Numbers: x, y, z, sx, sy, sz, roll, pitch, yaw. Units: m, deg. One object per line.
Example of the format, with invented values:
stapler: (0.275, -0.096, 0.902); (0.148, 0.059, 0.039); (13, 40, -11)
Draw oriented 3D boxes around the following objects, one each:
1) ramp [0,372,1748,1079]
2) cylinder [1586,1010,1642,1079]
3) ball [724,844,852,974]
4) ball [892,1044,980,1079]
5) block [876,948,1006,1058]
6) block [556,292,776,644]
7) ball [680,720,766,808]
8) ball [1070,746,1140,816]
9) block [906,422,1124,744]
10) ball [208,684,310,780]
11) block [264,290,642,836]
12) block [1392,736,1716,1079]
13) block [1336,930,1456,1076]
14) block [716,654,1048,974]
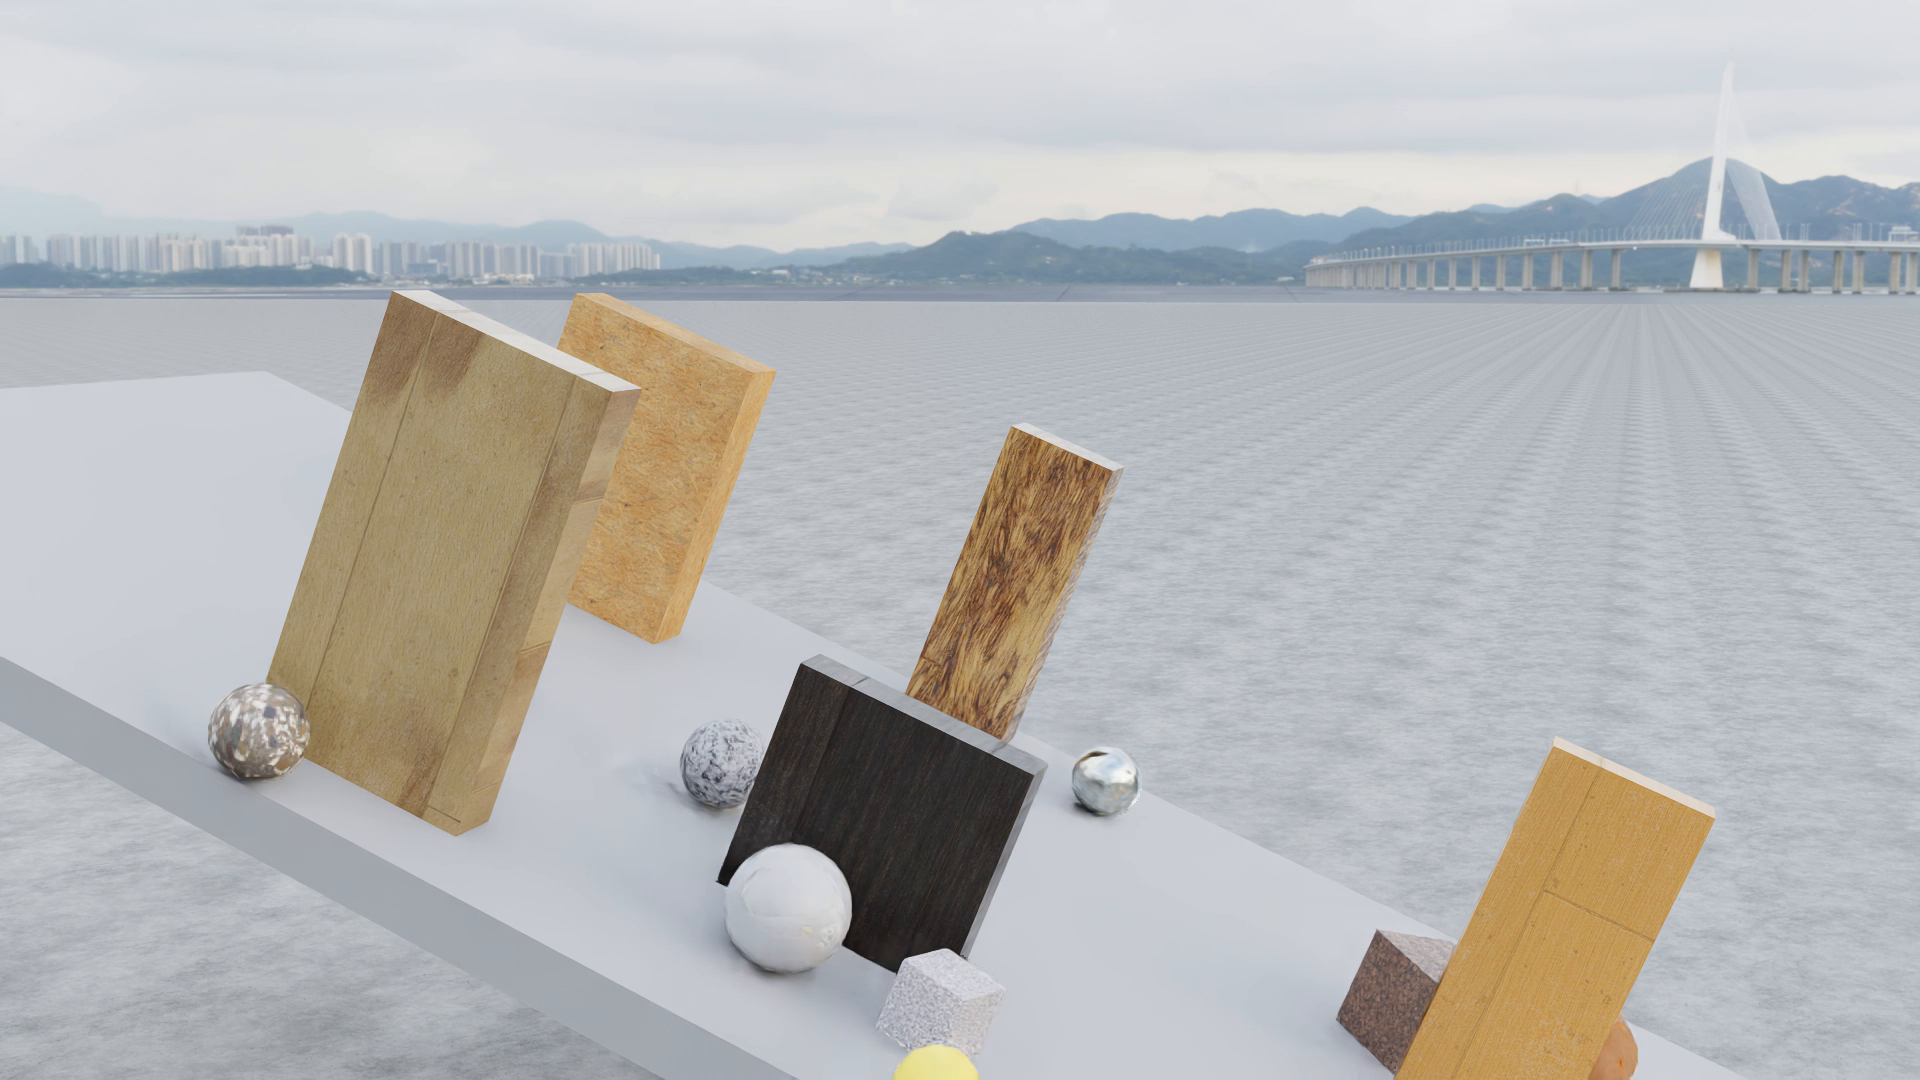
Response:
ramp: (-0.306, 0.542, 4.194); (4.000, 0.100, 2.000); (25, 13, 13)
cylinder: (1.226, 0.975, 4.300); (0.165, 0.165, 0.165); (0, 0, 0)
ball: (-0.268, 0.575, 3.436); (0.201, 0.201, 0.201); (0, 7, 0)
ball: (-0.034, 0.783, 3.122); (0.130, 0.130, 0.130); (0, 7, 0)
block: (-0.029, 0.723, 3.398); (0.122, 0.122, 0.122); (29, 15, 30)
block: (-0.716, -0.158, 4.749); (0.436, 0.629, 0.133); (25, 13, 13)
ball: (-0.425, 0.404, 3.975); (0.160, 0.160, 0.160); (0, 7, 0)
ball: (0.313, 0.518, 4.738); (0.148, 0.148, 0.148); (0, 7, 0)
block: (0.116, 0.103, 4.915); (0.247, 0.682, 0.117); (25, 13, 13)
ball: (-1.078, 0.295, 3.382); (0.150, 0.150, 0.150); (0, 7, 0)
block: (-0.820, 0.036, 3.480); (0.399, 0.762, 0.105); (25, 13, 13)
block: (0.994, 0.718, 3.742); (0.280, 0.715, 0.083); (25, 13, 13)
block: (0.863, 0.869, 4.088); (0.194, 0.194, 0.194); (14, 15, -31)
block: (-0.131, 0.467, 3.629); (0.427, 0.410, 0.091); (25, 13, 13)
